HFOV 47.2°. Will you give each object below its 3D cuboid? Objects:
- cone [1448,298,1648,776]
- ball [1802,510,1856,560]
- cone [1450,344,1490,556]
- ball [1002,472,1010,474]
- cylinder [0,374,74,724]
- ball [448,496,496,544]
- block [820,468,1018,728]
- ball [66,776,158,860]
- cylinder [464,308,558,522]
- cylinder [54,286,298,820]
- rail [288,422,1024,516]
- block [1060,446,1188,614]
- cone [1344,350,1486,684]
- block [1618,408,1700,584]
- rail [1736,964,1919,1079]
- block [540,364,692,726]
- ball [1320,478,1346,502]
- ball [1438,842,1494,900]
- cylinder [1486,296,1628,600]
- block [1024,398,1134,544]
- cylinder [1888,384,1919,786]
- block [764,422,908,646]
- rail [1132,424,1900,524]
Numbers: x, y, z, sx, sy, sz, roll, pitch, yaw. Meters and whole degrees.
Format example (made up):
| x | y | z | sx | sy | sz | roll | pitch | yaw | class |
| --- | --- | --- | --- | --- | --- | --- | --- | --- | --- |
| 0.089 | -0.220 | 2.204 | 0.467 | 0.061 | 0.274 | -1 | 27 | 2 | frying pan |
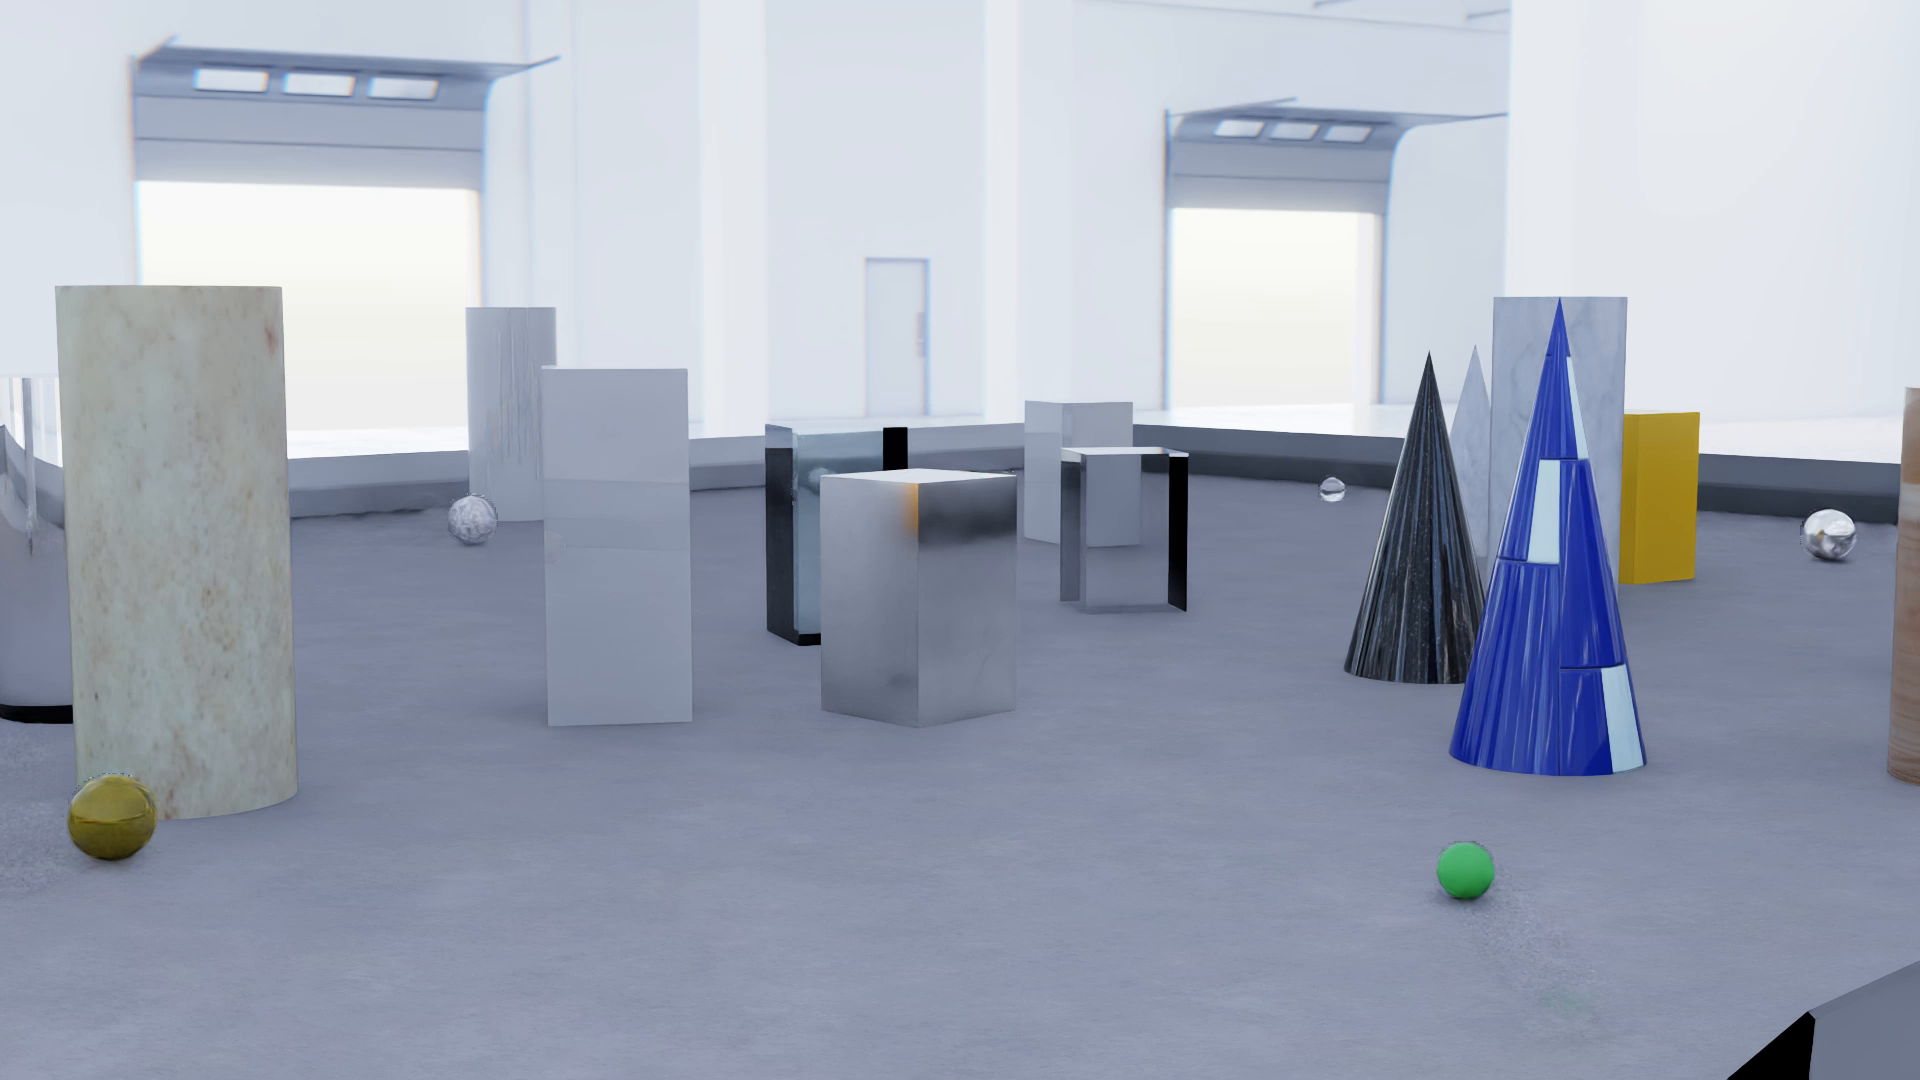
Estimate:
| x | y | z | sx | sy | sz | roll | pitch | yaw | class |
| --- | --- | --- | --- | --- | --- | --- | --- | --- | --- |
| 0.586 | -0.012 | 2.173 | 0.192 | 0.458 | 0.192 | 0 | 6 | 0 | cone |
| 1.542 | -0.009 | 3.901 | 0.091 | 0.091 | 0.091 | 0 | 6 | 0 | ball |
| 0.941 | -0.170 | 4.033 | 0.192 | 0.383 | 0.192 | 0 | 6 | 0 | cone |
| 0.111 | -0.141 | 5.352 | 0.049 | 0.049 | 0.049 | 0 | 6 | 0 | ball |
| -0.973 | 0.003 | 2.441 | 0.192 | 0.371 | 0.192 | 0 | 6 | 0 | cylinder |
| -0.927 | -0.038 | 4.177 | 0.090 | 0.090 | 0.090 | 0 | 6 | 0 | ball |
| -0.046 | 0.059 | 2.433 | 0.153 | 0.262 | 0.153 | 6 | 8 | 44 | block |
| -0.686 | 0.225 | 1.781 | 0.068 | 0.068 | 0.068 | 0 | 6 | 0 | ball |
| -0.953 | -0.272 | 4.690 | 0.192 | 0.447 | 0.192 | 0 | 6 | 0 | cylinder |
| -0.707 | 0.004 | 1.992 | 0.192 | 0.464 | 0.192 | 0 | 6 | 0 | cylinder |
| -1.328 | -0.118 | 4.764 | 4.501 | 0.125 | 0.045 | -6 | 8 | -42 | rail |
| 0.243 | -0.017 | 3.287 | 0.153 | 0.234 | 0.153 | -1 | 6 | -11 | block |
| 0.570 | -0.035 | 2.691 | 0.192 | 0.396 | 0.192 | 0 | 6 | 0 | cone |
| 1.110 | -0.076 | 3.649 | 0.153 | 0.276 | 0.153 | -4 | 7 | -34 | block |
| 1.328 | 0.183 | 1.900 | 4.501 | 0.125 | 0.045 | -6 | 8 | -42 | rail |
| -0.379 | 0.000 | 2.421 | 0.153 | 0.381 | 0.153 | -1 | 6 | -10 | block |
| 0.857 | -0.114 | 5.056 | 0.058 | 0.058 | 0.058 | 0 | 6 | 0 | ball |
| 0.383 | 0.250 | 1.664 | 0.042 | 0.042 | 0.042 | 0 | 6 | 0 | ball |
| 0.889 | -0.131 | 3.282 | 0.192 | 0.462 | 0.192 | 0 | 6 | 0 | cylinder |
| 0.228 | -0.135 | 4.249 | 0.153 | 0.268 | 0.153 | -3 | 7 | -26 | block |
| 0.986 | 0.042 | 2.073 | 0.192 | 0.371 | 0.192 | 0 | 6 | 0 | cylinder |
| -0.169 | -0.013 | 2.993 | 0.153 | 0.287 | 0.153 | -2 | 6 | -21 | block |
| 1.636 | -0.126 | 4.834 | 0.045 | 0.125 | 3.965 | -6 | 8 | -42 | rail |
